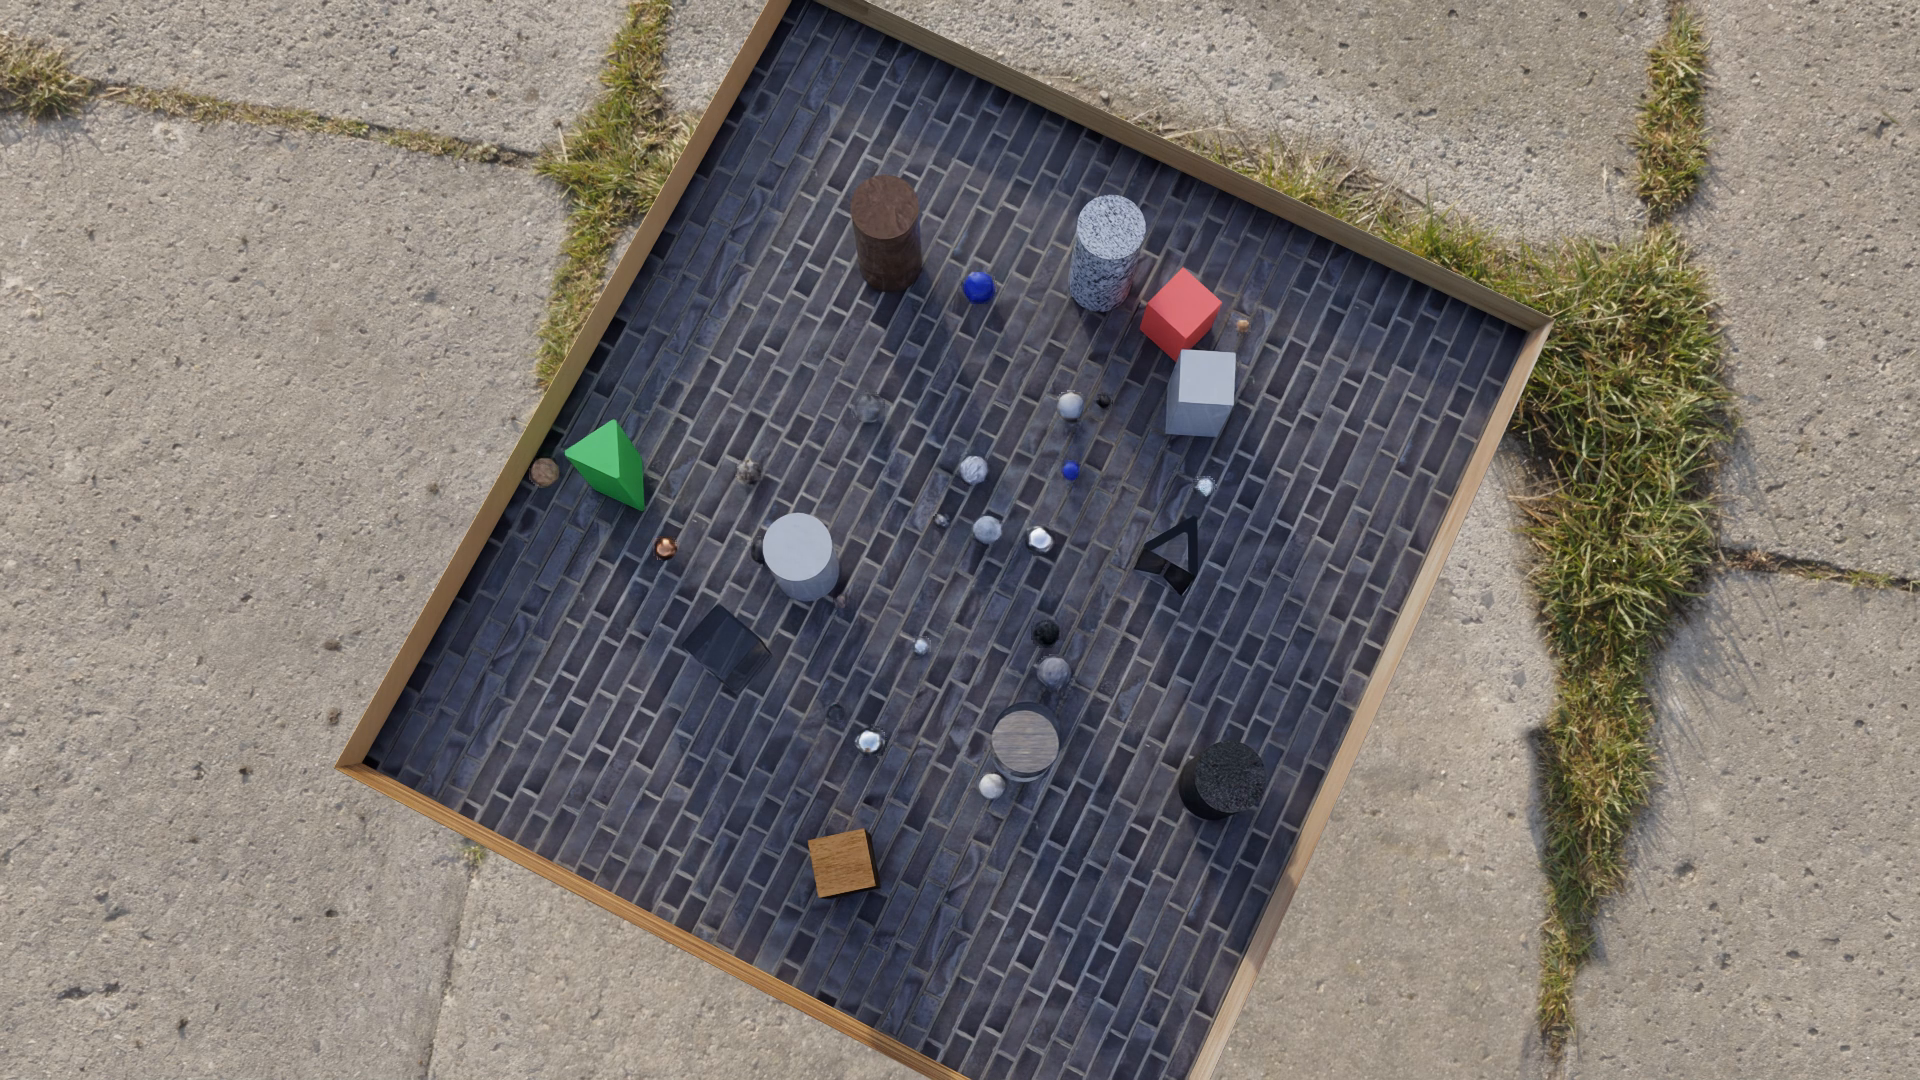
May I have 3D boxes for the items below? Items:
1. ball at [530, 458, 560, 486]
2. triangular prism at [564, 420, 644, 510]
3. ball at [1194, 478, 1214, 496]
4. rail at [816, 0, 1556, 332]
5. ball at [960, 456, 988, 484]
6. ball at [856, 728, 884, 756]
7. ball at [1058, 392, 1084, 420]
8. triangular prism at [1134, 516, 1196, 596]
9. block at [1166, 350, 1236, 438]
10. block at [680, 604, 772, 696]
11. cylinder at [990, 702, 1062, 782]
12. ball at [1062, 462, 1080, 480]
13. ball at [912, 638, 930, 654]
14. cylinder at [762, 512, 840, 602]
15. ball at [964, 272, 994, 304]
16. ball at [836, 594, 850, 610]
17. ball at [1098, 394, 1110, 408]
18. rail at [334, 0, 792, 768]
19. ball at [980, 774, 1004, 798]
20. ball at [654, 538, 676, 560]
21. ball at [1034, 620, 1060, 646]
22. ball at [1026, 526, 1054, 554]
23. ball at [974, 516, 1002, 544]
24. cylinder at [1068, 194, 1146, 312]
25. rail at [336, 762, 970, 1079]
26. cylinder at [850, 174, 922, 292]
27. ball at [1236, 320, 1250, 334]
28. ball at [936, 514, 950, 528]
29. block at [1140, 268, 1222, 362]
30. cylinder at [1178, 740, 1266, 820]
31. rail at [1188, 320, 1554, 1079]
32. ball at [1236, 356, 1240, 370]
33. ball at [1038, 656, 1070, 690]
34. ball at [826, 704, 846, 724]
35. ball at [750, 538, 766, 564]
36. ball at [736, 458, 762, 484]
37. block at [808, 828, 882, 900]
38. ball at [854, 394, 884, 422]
[{"bbox_3d":[-1.272,-0.209,5.616,0.086,0.086,0.086,0,78,0],"label":"ball"},{"bbox_3d":[-1.020,-0.235,5.445,0.173,0.431,0.150,24,79,5],"label":"triangular prism"},{"bbox_3d":[0.749,-0.162,5.620,0.060,0.060,0.060,0,78,0],"label":"ball"},{"bbox_3d":[0.630,-1.226,5.803,2.660,0.130,0.045,26,80,5],"label":"rail"},{"bbox_3d":[0.043,-0.215,5.617,0.088,0.088,0.088,0,78,0],"label":"ball"},{"bbox_3d":[-0.267,0.600,5.448,0.087,0.087,0.087,0,78,0],"label":"ball"},{"bbox_3d":[0.342,-0.412,5.659,0.084,0.084,0.084,0,78,0],"label":"ball"},{"bbox_3d":[0.640,0.030,5.432,0.173,0.349,0.150,30,80,6],"label":"triangular prism"},{"bbox_3d":[0.722,-0.439,5.524,0.160,0.359,0.160,4,78,1],"label":"block"},{"bbox_3d":[-0.678,0.324,5.367,0.160,0.357,0.160,39,81,7],"label":"block"},{"bbox_3d":[0.189,0.589,5.314,0.200,0.355,0.200,0,78,0],"label":"cylinder"},{"bbox_3d":[0.340,-0.211,5.632,0.055,0.055,0.055,0,78,0],"label":"ball"},{"bbox_3d":[-0.117,0.321,5.525,0.050,0.050,0.050,0,78,0],"label":"ball"},{"bbox_3d":[-0.467,0.054,5.429,0.200,0.345,0.200,0,78,0],"label":"cylinder"},{"bbox_3d":[0.059,-0.790,5.730,0.098,0.098,0.098,0,78,0],"label":"ball"},{"bbox_3d":[-0.356,0.187,5.555,0.044,0.044,0.044,0,78,0],"label":"ball"},{"bbox_3d":[0.447,-0.430,5.685,0.040,0.040,0.040,0,78,0],"label":"ball"},{"bbox_3d":[-1.168,-0.565,5.666,0.045,0.130,2.863,26,80,5],"label":"rail"},{"bbox_3d":[0.095,0.729,5.428,0.075,0.075,0.075,0,78,0],"label":"ball"},{"bbox_3d":[-0.896,0.027,5.577,0.066,0.066,0.066,0,78,0],"label":"ball"},{"bbox_3d":[0.261,0.280,5.518,0.080,0.080,0.080,0,78,0],"label":"ball"},{"bbox_3d":[0.244,-0.001,5.572,0.087,0.087,0.087,0,78,0],"label":"ball"},{"bbox_3d":[0.084,-0.031,5.580,0.084,0.084,0.084,0,78,0],"label":"ball"},{"bbox_3d":[0.440,-0.863,5.557,0.200,0.467,0.200,0,78,0],"label":"cylinder"},{"bbox_3d":[-0.630,1.240,5.293,2.660,0.130,0.045,26,80,5],"label":"rail"},{"bbox_3d":[-0.220,-0.924,5.571,0.200,0.465,0.200,0,78,0],"label":"cylinder"},{"bbox_3d":[0.886,-0.668,5.734,0.041,0.041,0.041,0,78,0],"label":"ball"},{"bbox_3d":[-0.051,-0.059,5.606,0.045,0.045,0.045,0,78,0],"label":"ball"},{"bbox_3d":[0.676,-0.689,5.634,0.160,0.245,0.160,44,82,8],"label":"block"},{"bbox_3d":[0.751,0.696,5.277,0.200,0.382,0.200,0,78,0],"label":"cylinder"},{"bbox_3d":[1.168,0.579,5.429,0.045,0.130,2.863,26,80,5],"label":"rail"},{"bbox_3d":[0.832,-0.552,5.695,0.071,0.071,0.071,0,78,0],"label":"ball"},{"bbox_3d":[0.282,0.399,5.483,0.100,0.100,0.100,0,78,0],"label":"ball"},{"bbox_3d":[-0.370,0.520,5.481,0.055,0.055,0.055,0,78,0],"label":"ball"},{"bbox_3d":[-0.597,0.035,5.569,0.079,0.079,0.079,0,78,0],"label":"ball"},{"bbox_3d":[-0.647,-0.212,5.622,0.075,0.075,0.075,0,78,0],"label":"ball"},{"bbox_3d":[-0.327,0.929,5.237,0.160,0.367,0.160,-12,79,-2],"label":"block"},{"bbox_3d":[-0.283,-0.407,5.654,0.092,0.092,0.092,0,78,0],"label":"ball"}]
